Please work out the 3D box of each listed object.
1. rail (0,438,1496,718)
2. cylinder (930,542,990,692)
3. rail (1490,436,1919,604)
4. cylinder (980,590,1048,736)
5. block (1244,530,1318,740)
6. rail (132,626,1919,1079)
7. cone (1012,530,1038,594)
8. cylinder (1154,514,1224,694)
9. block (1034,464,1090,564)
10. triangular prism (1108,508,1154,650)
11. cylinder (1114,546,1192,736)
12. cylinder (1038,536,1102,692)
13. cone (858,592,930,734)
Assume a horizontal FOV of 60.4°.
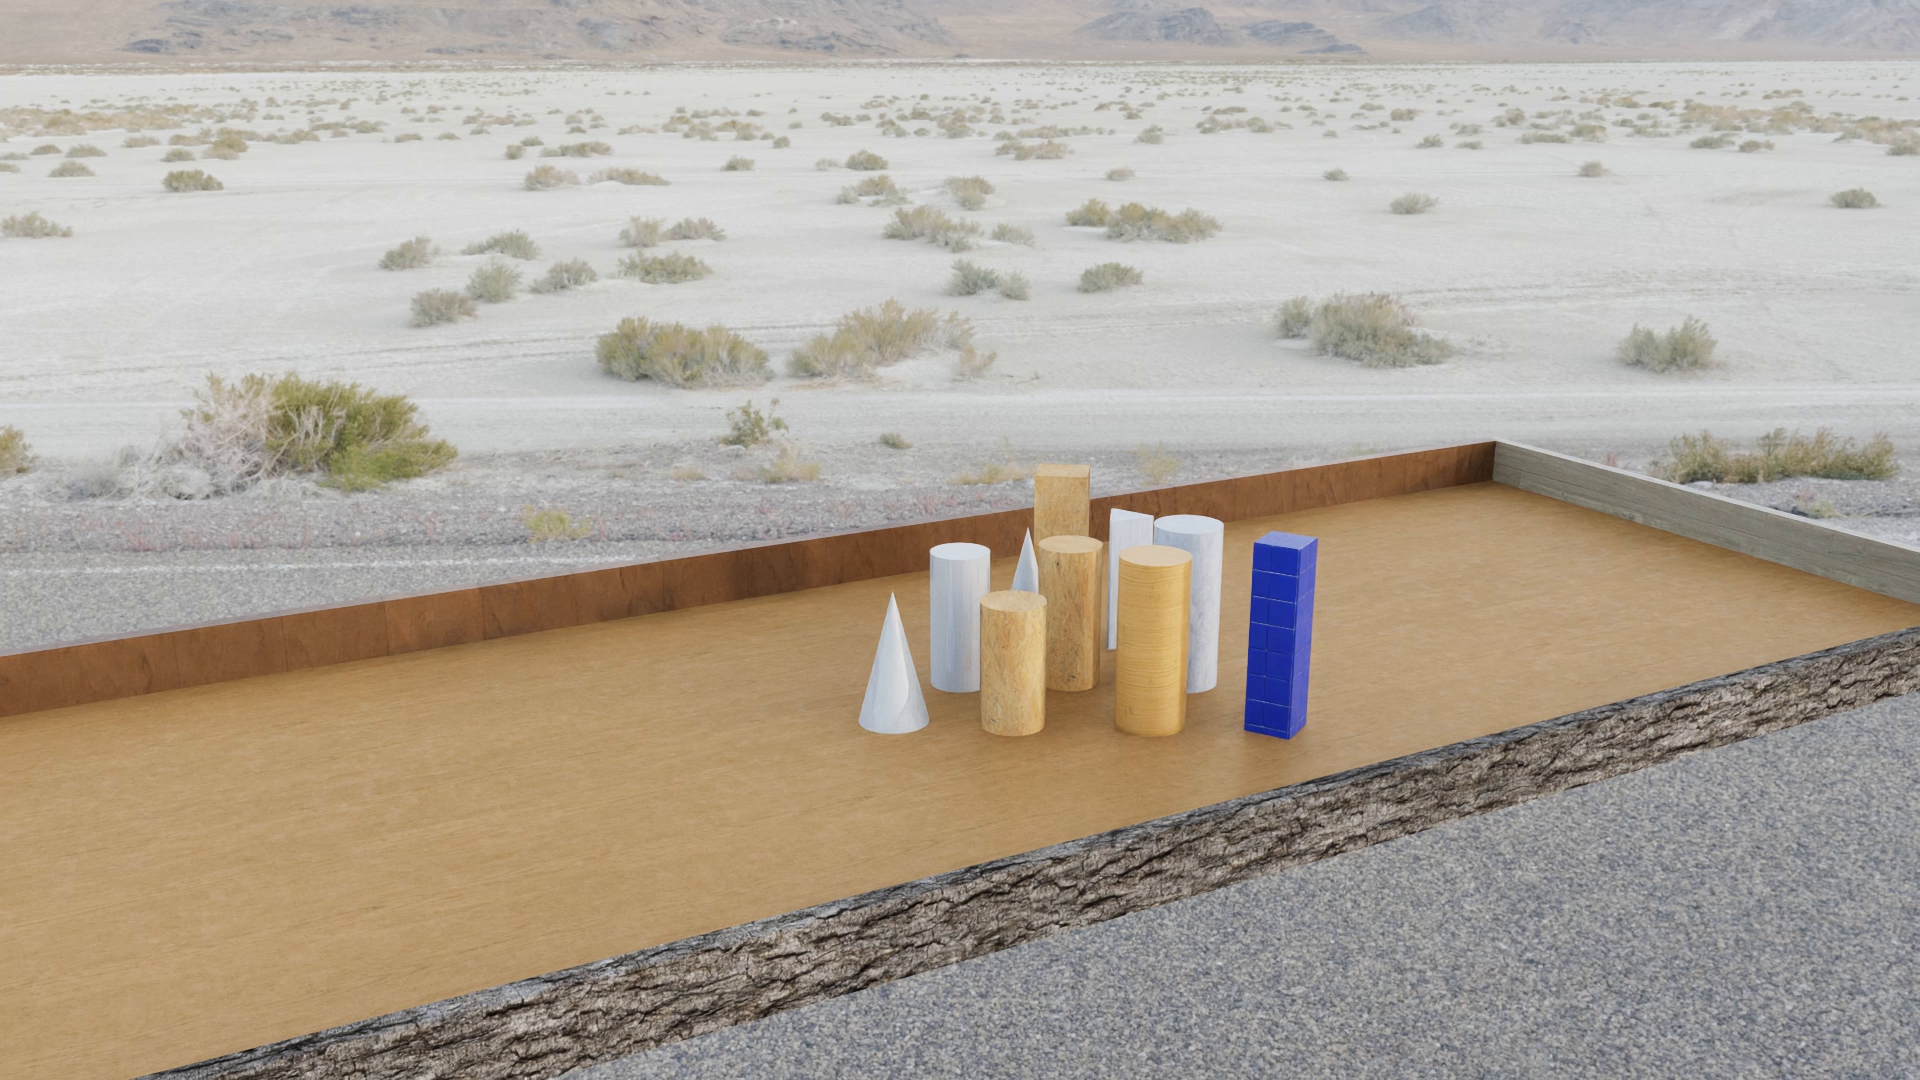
[{"bbox_3d":[-3.305,0.497,3.399,12.000,0.150,0.050,-9,18,-27],"label":"rail"},{"bbox_3d":[0.000,0.192,4.095,0.149,0.342,0.149,0,16,0],"label":"cylinder"},{"bbox_3d":[2.466,-0.048,5.253,0.050,0.150,2.100,-9,18,-27],"label":"rail"},{"bbox_3d":[0.123,0.286,3.843,0.155,0.304,0.155,0,16,0],"label":"cylinder"},{"bbox_3d":[0.738,0.219,3.800,0.111,0.456,0.111,10,19,30],"label":"block"},{"bbox_3d":[-2.336,1.006,1.665,12.000,0.150,0.050,-9,18,-27],"label":"rail"},{"bbox_3d":[0.177,0.124,4.345,0.166,0.330,0.166,0,16,0],"label":"cone"},{"bbox_3d":[0.560,0.158,4.091,0.170,0.410,0.170,0,16,0],"label":"cylinder"},{"bbox_3d":[0.284,0.005,4.612,0.142,0.410,0.142,2,17,8],"label":"block"},{"bbox_3d":[0.427,0.099,4.391,0.127,0.353,0.110,-7,18,-22],"label":"triangular prism"},{"bbox_3d":[0.447,0.233,3.830,0.167,0.413,0.167,0,16,0],"label":"cylinder"},{"bbox_3d":[0.273,0.181,4.106,0.157,0.357,0.157,0,16,0],"label":"cylinder"},{"bbox_3d":[-0.156,0.272,3.859,0.168,0.322,0.168,0,16,0],"label":"cone"}]
